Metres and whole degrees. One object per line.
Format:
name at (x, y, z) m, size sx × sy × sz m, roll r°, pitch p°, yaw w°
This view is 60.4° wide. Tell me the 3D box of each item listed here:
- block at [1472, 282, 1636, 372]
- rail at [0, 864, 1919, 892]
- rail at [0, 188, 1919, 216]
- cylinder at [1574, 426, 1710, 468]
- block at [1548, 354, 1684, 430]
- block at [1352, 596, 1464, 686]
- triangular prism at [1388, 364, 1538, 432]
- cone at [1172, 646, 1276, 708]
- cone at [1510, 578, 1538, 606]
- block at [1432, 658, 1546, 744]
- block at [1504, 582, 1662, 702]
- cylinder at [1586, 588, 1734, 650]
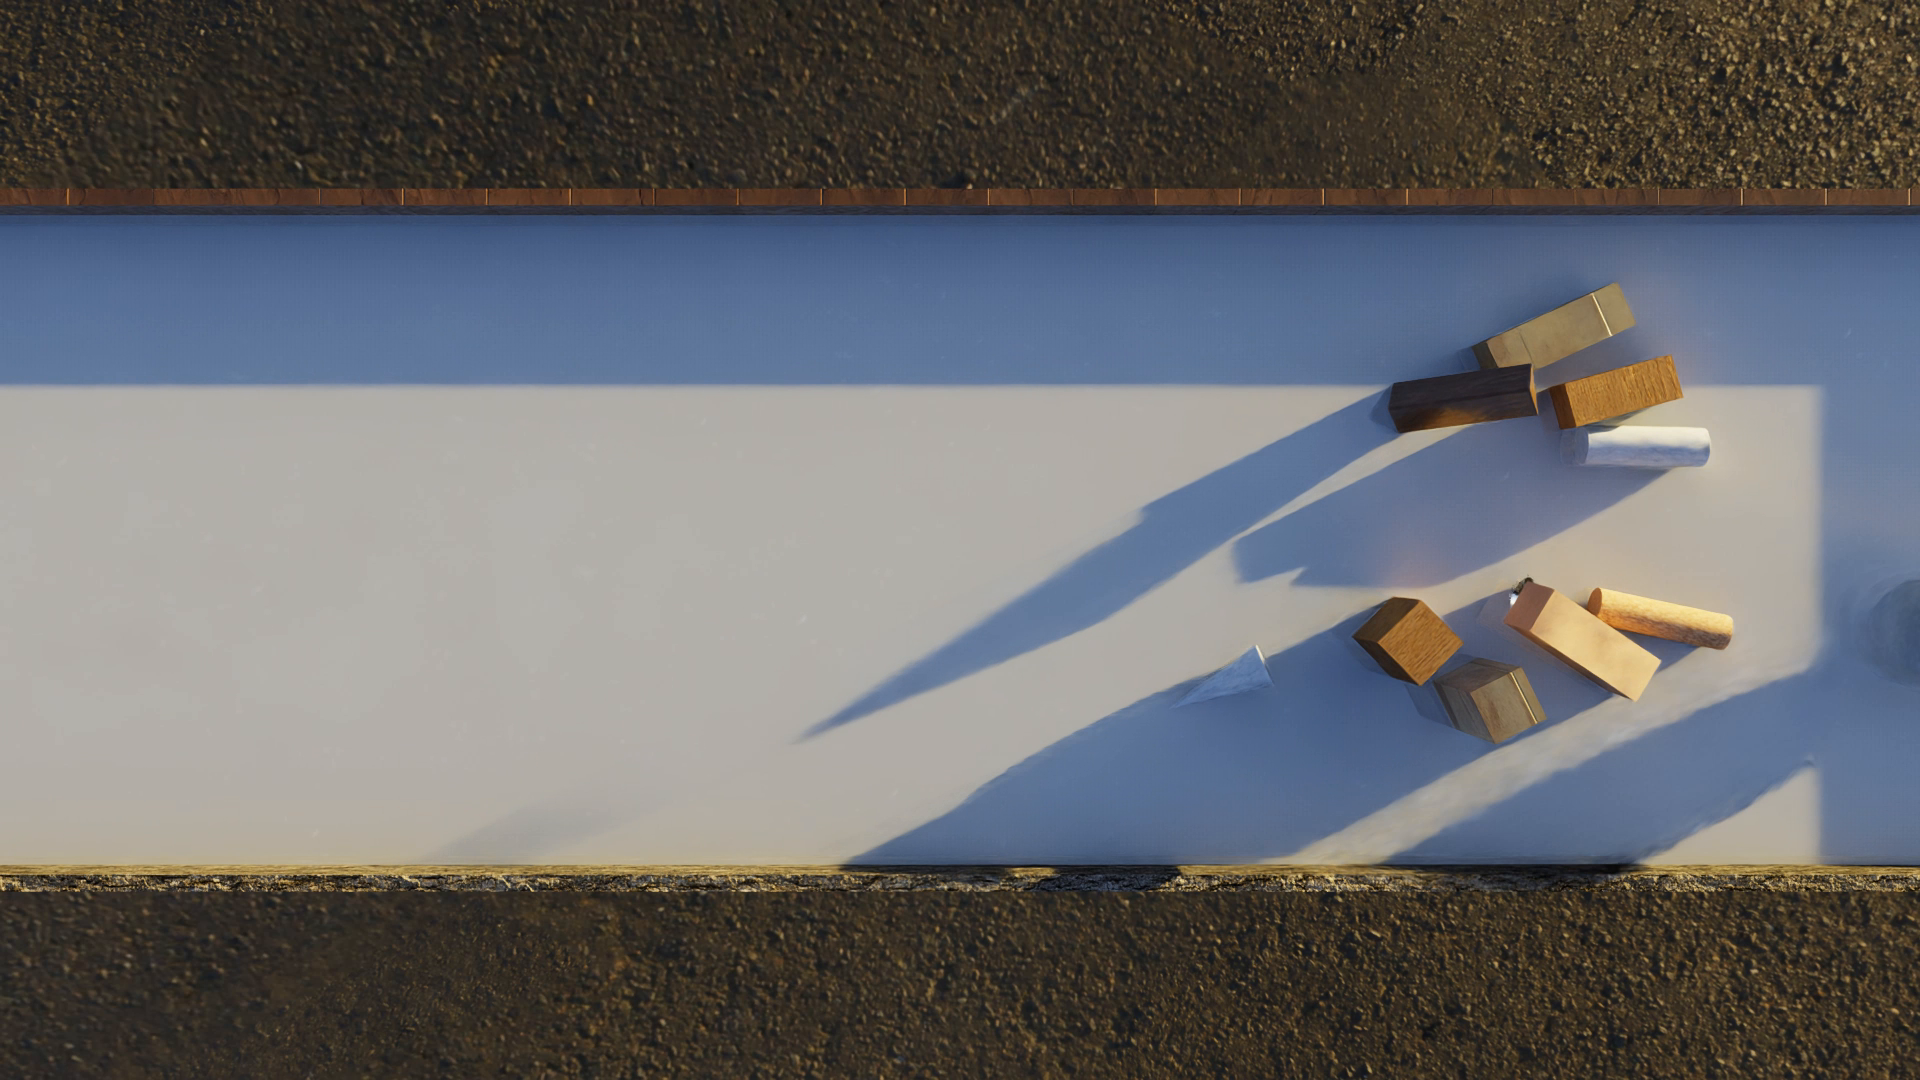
block at (1.800, -0.620, 5.006) m, size 0.432 × 0.142 × 0.142 m, roll -24°, pitch 90°, yaw 0°
rail at (-2.247, 1.025, 5.001) m, size 12.000 × 0.150 × 0.050 m, roll 0°, pitch 90°, yaw 0°
rail at (-2.247, -1.025, 5.002) m, size 12.000 × 0.150 × 0.050 m, roll 0°, pitch 90°, yaw 0°
cylinder at (2.073, -0.286, 5.017) m, size 0.367 × 0.120 × 0.120 m, roll 1°, pitch 90°, yaw 0°
block at (1.990, -0.448, 5.009) m, size 0.333 × 0.135 × 0.135 m, roll -15°, pitch 90°, yaw 0°
block at (1.329, 0.298, 4.914) m, size 0.176 × 0.324 × 0.176 m, roll -44°, pitch 89°, yaw 0°
triangular prism at (1.496, -0.420, 4.922) m, size 0.407 × 0.132 × 0.153 m, roll -7°, pitch 93°, yaw 26°
cone at (0.785, 0.451, 5.044) m, size 0.325 × 0.132 × 0.132 m, roll -26°, pitch 90°, yaw 11°
cone at (1.868, 0.238, 5.049) m, size 0.352 × 0.109 × 0.109 m, roll 26°, pitch 90°, yaw -9°
block at (1.560, 0.471, 4.883) m, size 0.164 × 0.388 × 0.164 m, roll -27°, pitch 90°, yaw 0°
block at (1.865, 0.304, 4.948) m, size 0.438 × 0.144 × 0.144 m, roll 31°, pitch 90°, yaw -16°
cylinder at (2.129, 0.240, 5.022) m, size 0.404 × 0.109 × 0.109 m, roll 12°, pitch 90°, yaw 0°
